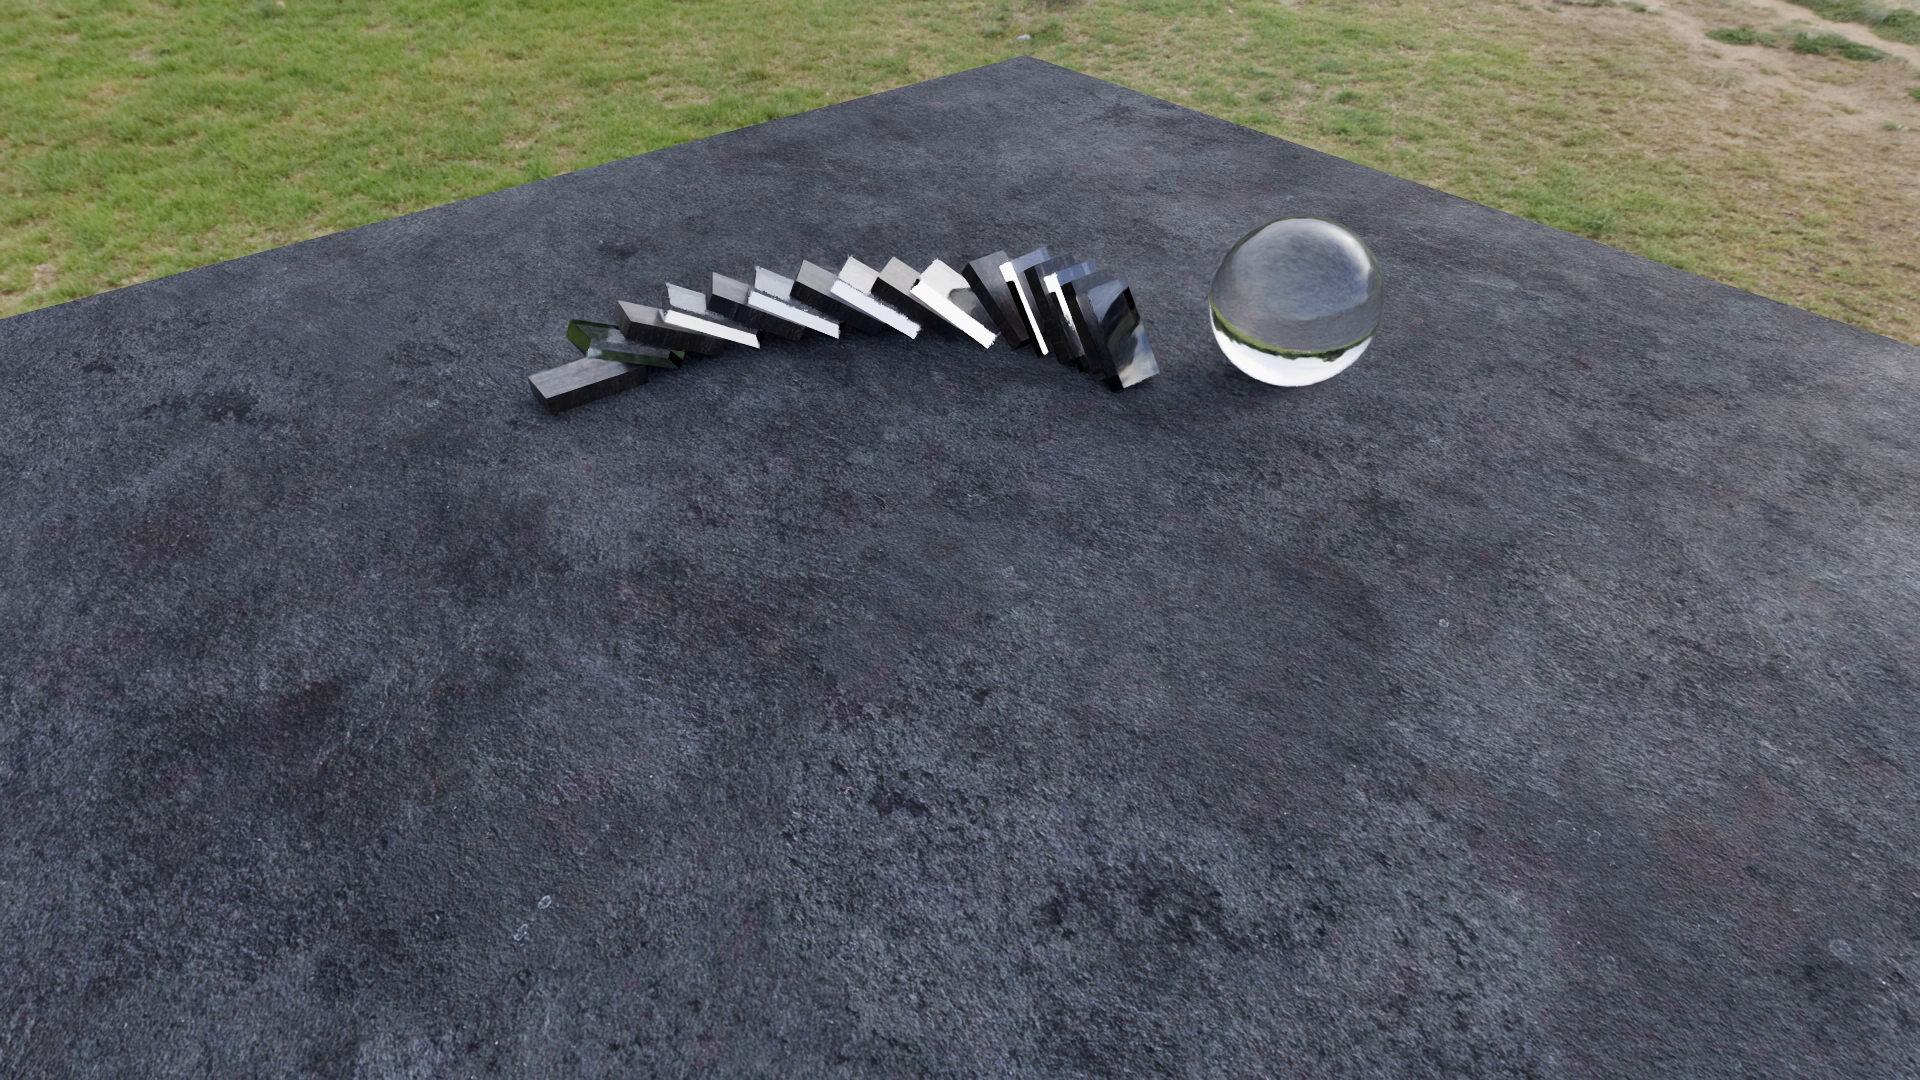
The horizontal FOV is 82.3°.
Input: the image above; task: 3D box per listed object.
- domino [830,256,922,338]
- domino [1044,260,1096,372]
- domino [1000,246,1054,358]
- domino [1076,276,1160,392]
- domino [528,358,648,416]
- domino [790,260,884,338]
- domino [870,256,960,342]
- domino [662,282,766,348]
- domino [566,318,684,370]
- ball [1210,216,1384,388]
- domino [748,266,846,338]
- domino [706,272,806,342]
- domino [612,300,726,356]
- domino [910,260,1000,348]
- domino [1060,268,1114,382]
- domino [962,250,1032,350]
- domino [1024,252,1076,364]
[{"bbox_3d":[-0.041,-0.129,0.583,0.050,0.010,0.025,28,39,-10],"label":"domino"},{"bbox_3d":[0.063,-0.113,0.553,0.025,0.050,0.009,-26,8,-28],"label":"domino"},{"bbox_3d":[0.042,-0.122,0.564,0.025,0.050,0.009,-29,10,-31],"label":"domino"},{"bbox_3d":[0.077,-0.101,0.538,0.025,0.050,0.010,-26,8,-28],"label":"domino"},{"bbox_3d":[-0.182,-0.079,0.539,0.050,0.010,0.025,-25,46,-28],"label":"domino"},{"bbox_3d":[-0.063,-0.128,0.582,0.050,0.010,0.025,24,37,-15],"label":"domino"},{"bbox_3d":[-0.020,-0.127,0.581,0.050,0.009,0.025,32,42,-6],"label":"domino"},{"bbox_3d":[-0.127,-0.116,0.568,0.050,0.010,0.025,12,32,-28],"label":"domino"},{"bbox_3d":[-0.165,-0.097,0.544,0.050,0.010,0.025,0,31,-45],"label":"domino"},{"bbox_3d":[0.160,-0.114,0.527,0.080,0.080,0.080,0,39,0],"label":"ball"},{"bbox_3d":[-0.085,-0.125,0.579,0.050,0.010,0.025,19,35,-20],"label":"domino"},{"bbox_3d":[-0.107,-0.122,0.575,0.050,0.009,0.025,16,33,-24],"label":"domino"},{"bbox_3d":[-0.147,-0.107,0.557,0.050,0.009,0.025,5,31,-38],"label":"domino"},{"bbox_3d":[0.001,-0.124,0.577,0.050,0.009,0.025,36,45,-2],"label":"domino"},{"bbox_3d":[0.071,-0.107,0.546,0.025,0.050,0.010,-26,8,-28],"label":"domino"},{"bbox_3d":[0.025,-0.125,0.574,0.025,0.009,0.050,-29,82,-34],"label":"domino"},{"bbox_3d":[0.054,-0.118,0.559,0.025,0.050,0.010,-26,8,-28],"label":"domino"}]
